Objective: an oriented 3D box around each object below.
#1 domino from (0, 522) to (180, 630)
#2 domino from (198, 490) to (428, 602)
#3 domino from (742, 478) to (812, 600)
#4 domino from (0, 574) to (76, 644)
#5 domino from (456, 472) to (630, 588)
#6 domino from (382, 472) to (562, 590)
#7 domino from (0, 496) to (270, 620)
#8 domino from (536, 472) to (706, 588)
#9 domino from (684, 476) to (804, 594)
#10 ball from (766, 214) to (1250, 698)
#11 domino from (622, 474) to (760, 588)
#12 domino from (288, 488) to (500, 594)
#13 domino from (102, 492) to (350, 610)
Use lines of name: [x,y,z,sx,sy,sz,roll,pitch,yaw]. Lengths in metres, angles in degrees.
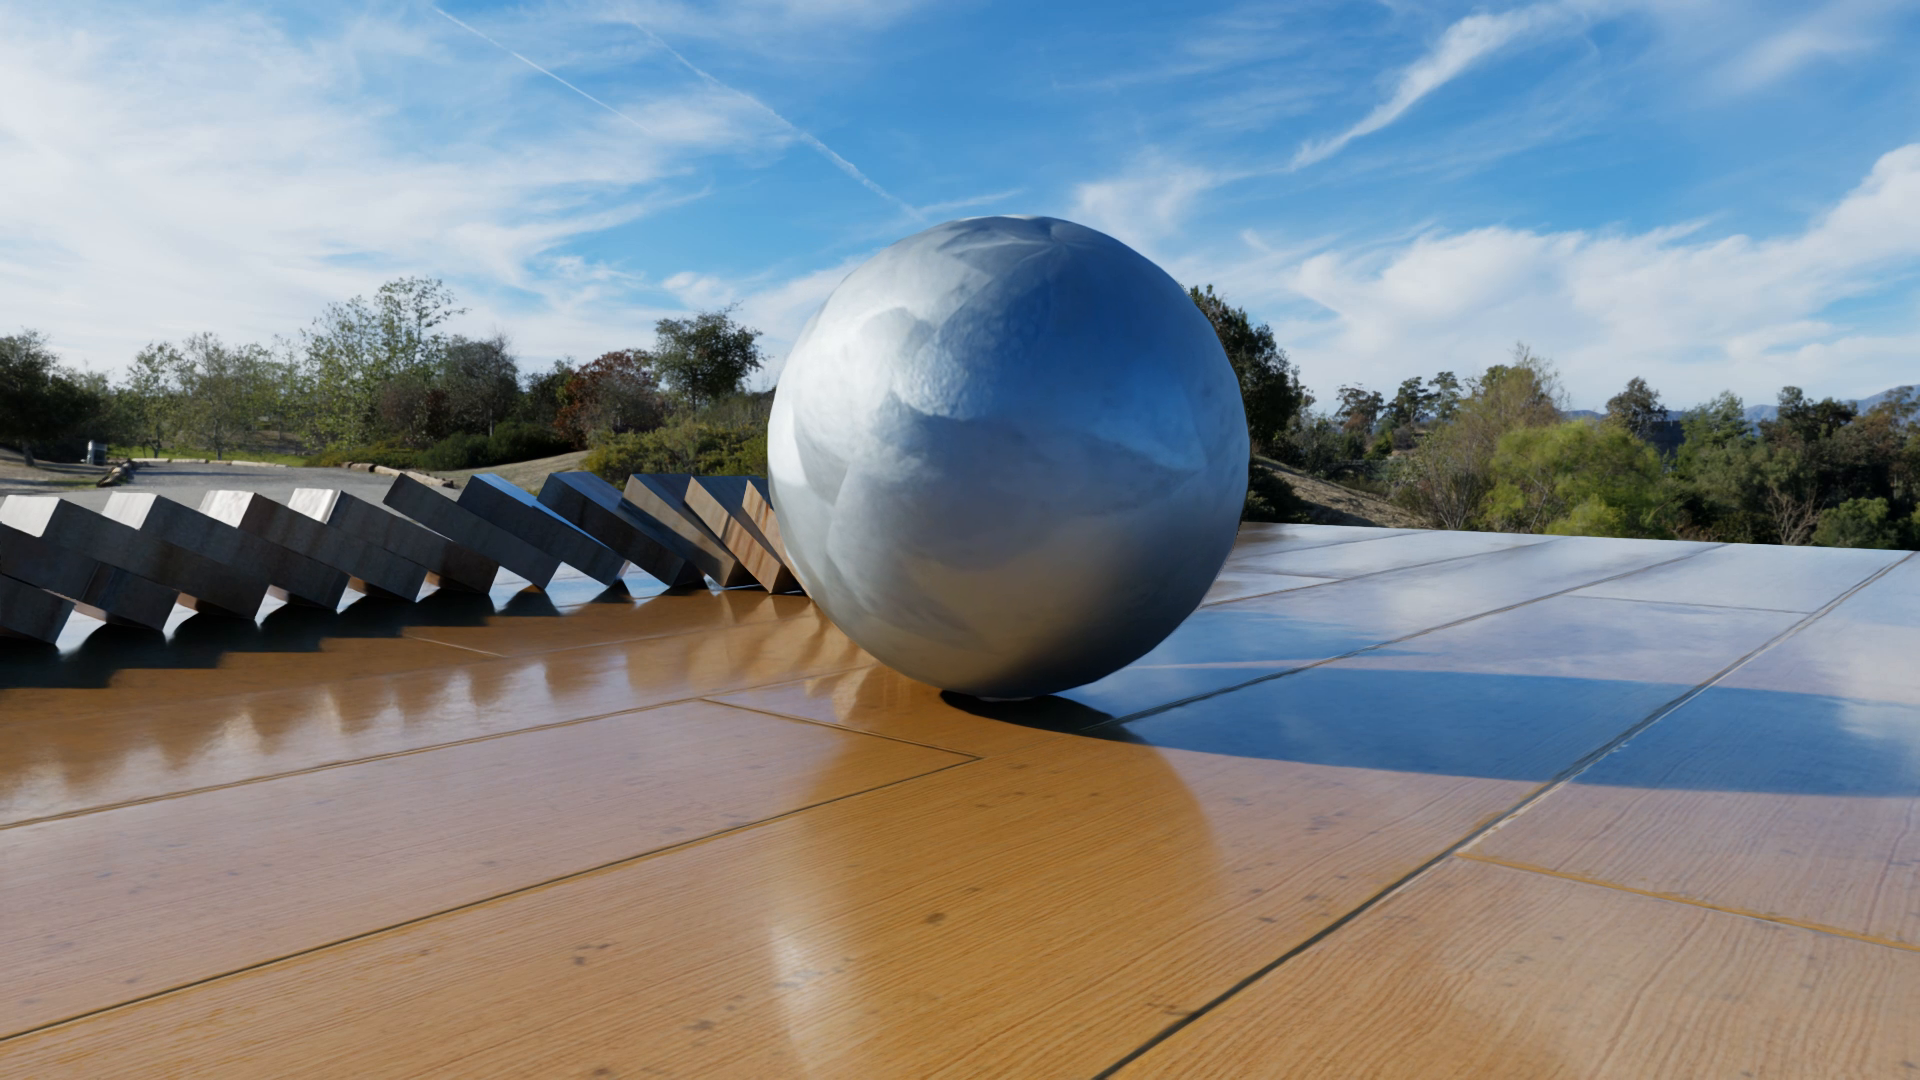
domino: [-0.203,0.006,0.281,0.025,0.009,0.050,3,-22,32]
domino: [-0.169,0.002,0.336,0.025,0.010,0.050,3,-21,37]
domino: [-0.041,-0.001,0.370,0.025,0.010,0.050,-3,33,-34]
domino: [-0.213,0.007,0.261,0.025,0.010,0.050,3,-23,32]
domino: [-0.124,-0.003,0.389,0.050,0.010,0.025,30,0,-8]
domino: [-0.143,-0.003,0.377,0.050,0.009,0.025,32,-9,-22]
domino: [-0.193,0.005,0.300,0.025,0.009,0.050,3,-22,32]
domino: [-0.102,-0.004,0.395,0.050,0.009,0.025,32,9,7]
domino: [-0.059,-0.003,0.384,0.025,0.010,0.050,-3,34,-45]
ball: [0.008,-0.014,0.216,0.080,0.080,0.080,0,4,0]
domino: [-0.078,-0.004,0.395,0.050,0.010,0.025,36,21,27]
domino: [-0.156,0.001,0.354,0.025,0.009,0.050,3,-21,38]
domino: [-0.182,0.003,0.319,0.025,0.010,0.050,3,-21,37]
